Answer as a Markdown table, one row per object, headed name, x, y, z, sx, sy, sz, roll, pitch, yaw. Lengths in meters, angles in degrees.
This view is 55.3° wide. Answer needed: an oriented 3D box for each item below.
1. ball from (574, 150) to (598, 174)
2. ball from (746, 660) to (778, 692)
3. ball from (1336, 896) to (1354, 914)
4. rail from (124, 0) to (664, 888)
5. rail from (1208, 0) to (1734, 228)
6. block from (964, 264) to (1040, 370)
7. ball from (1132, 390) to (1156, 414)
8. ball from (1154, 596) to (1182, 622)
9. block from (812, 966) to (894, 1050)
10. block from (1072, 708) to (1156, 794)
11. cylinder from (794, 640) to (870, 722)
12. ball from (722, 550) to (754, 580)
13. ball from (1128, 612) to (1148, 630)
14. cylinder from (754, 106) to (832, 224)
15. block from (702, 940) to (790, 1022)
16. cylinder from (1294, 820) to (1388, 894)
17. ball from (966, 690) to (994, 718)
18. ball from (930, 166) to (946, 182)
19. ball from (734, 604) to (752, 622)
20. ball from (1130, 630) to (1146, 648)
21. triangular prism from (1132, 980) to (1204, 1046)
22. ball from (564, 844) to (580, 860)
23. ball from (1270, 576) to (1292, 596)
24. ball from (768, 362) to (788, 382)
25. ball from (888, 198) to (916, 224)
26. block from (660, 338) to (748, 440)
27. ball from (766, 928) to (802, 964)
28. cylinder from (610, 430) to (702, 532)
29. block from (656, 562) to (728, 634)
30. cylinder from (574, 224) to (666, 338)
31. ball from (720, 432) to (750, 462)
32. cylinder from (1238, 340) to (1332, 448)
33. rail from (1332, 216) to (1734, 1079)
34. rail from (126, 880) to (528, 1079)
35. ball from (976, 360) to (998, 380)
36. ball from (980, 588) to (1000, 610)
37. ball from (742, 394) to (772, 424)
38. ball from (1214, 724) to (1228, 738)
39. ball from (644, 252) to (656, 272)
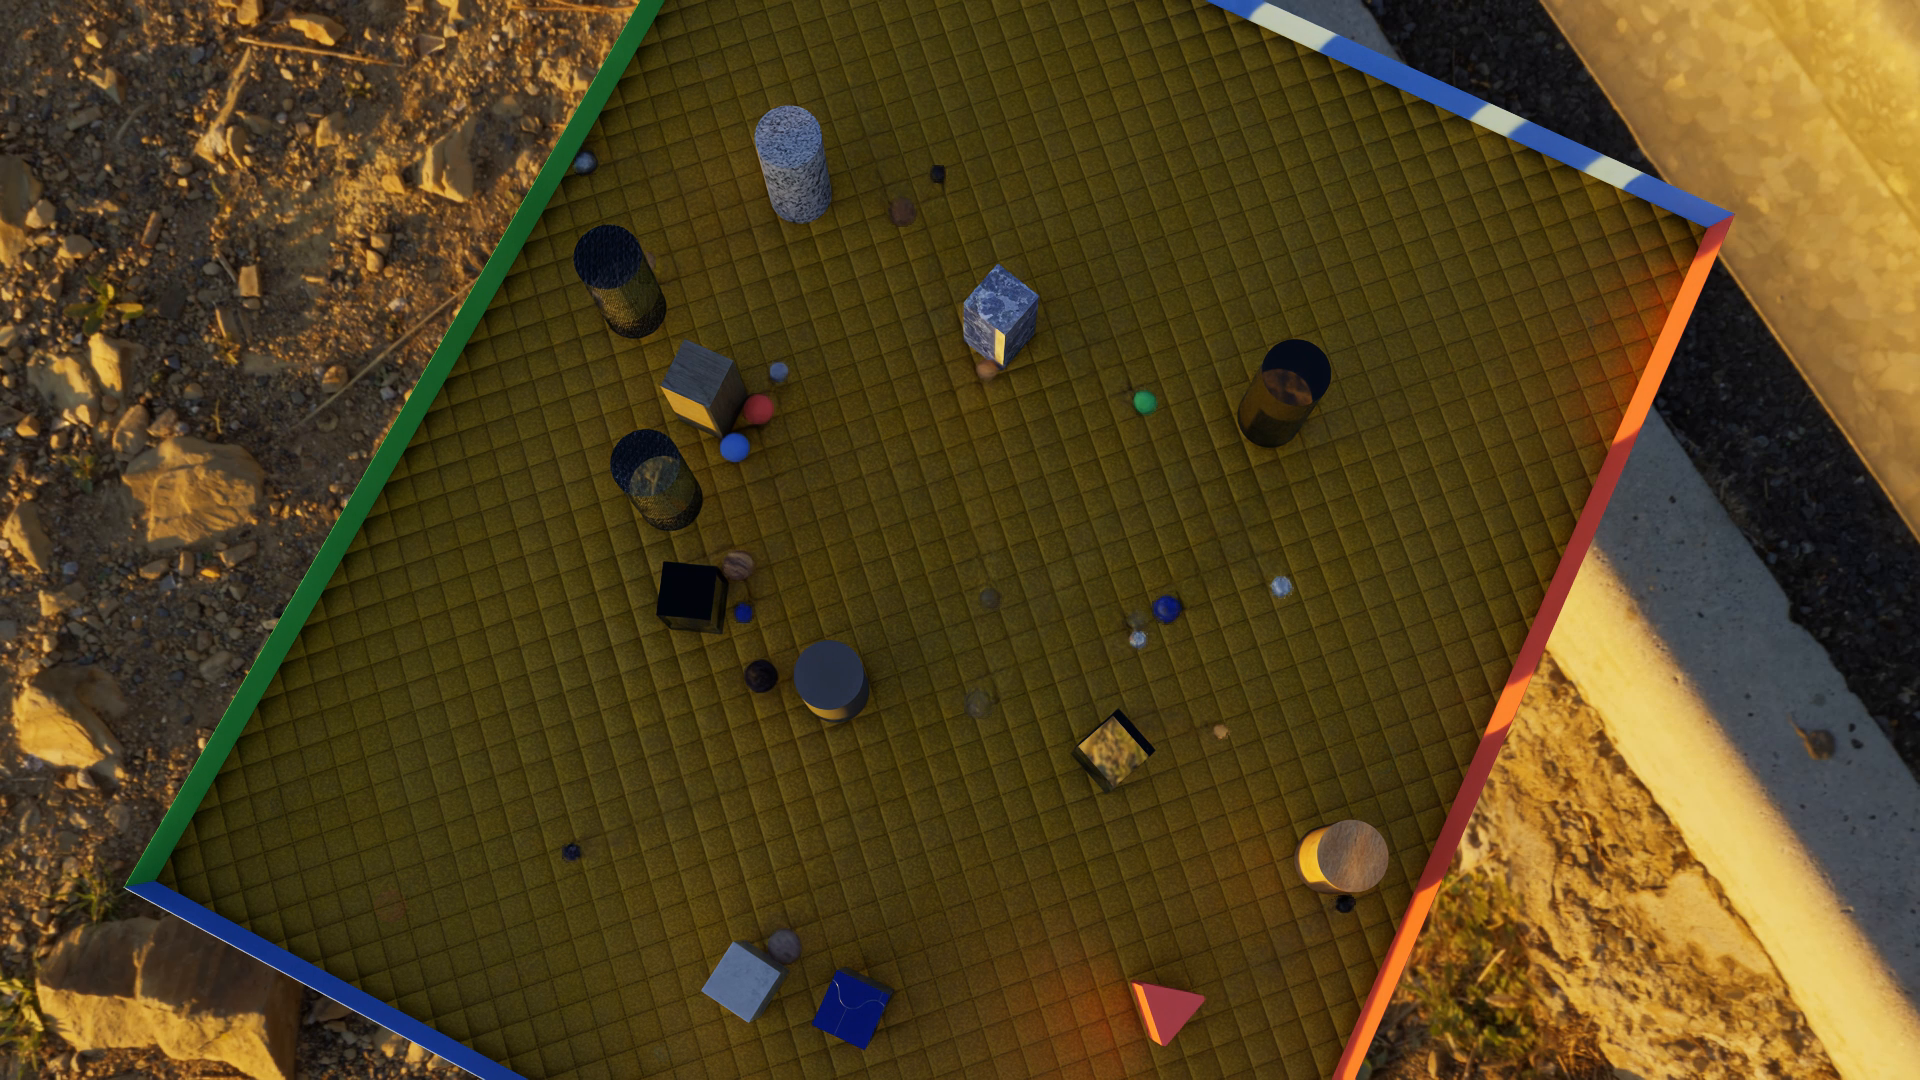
| name | x | y | z | sx | sy | sz | roll | pitch | yaw |
| --- | --- | --- | --- | --- | --- | --- | --- | --- | --- |
| ball | -1.191 | -1.202 | 5.827 | 0.076 | 0.076 | 0.076 | 0 | 78 | 0 |
| ball | -0.594 | 0.408 | 5.482 | 0.097 | 0.097 | 0.097 | 0 | 78 | 0 |
| ball | 1.127 | 1.068 | 5.369 | 0.052 | 0.052 | 0.052 | 0 | 78 | 0 |
| rail | -1.495 | -0.725 | 5.700 | 0.045 | 0.129 | 3.995 | 26 | 80 | 5 |
| rail | 0.883 | -1.722 | 5.906 | 3.391 | 0.129 | 0.045 | 26 | 80 | 5 |
| block | 0.122 | -0.672 | 5.572 | 0.159 | 0.360 | 0.159 | 39 | 81 | 7 |
| ball | 0.570 | -0.428 | 5.668 | 0.072 | 0.072 | 0.072 | 0 | 78 | 0 |
| ball | 0.626 | 0.208 | 5.532 | 0.082 | 0.082 | 0.082 | 0 | 78 | 0 |
| block | -0.296 | 1.311 | 5.147 | 0.159 | 0.387 | 0.159 | 24 | 79 | 5 |
| block | 0.444 | 0.619 | 5.340 | 0.159 | 0.291 | 0.159 | -40 | 81 | -8 |
| cylinder | -0.372 | 0.417 | 5.355 | 0.199 | 0.344 | 0.199 | 0 | 78 | 0 |
| ball | -0.672 | 0.076 | 5.552 | 0.095 | 0.095 | 0.095 | 0 | 78 | 0 |
| ball | 0.536 | 0.244 | 5.537 | 0.057 | 0.057 | 0.057 | 0 | 78 | 0 |
| cylinder | -0.508 | -1.147 | 5.630 | 0.199 | 0.440 | 0.199 | 0 | 78 | 0 |
| block | -0.605 | 1.250 | 5.206 | 0.159 | 0.297 | 0.159 | 32 | 80 | 6 |
| cylinder | 1.088 | 0.910 | 5.247 | 0.199 | 0.354 | 0.199 | 0 | 78 | 0 |
| ball | 0.058 | 0.488 | 5.473 | 0.084 | 0.084 | 0.084 | 0 | 78 | 0 |
| ball | -0.071 | -1.164 | 5.832 | 0.051 | 0.051 | 0.051 | 0 | 78 | 0 |
| ball | -0.655 | 0.219 | 5.543 | 0.056 | 0.056 | 0.056 | 0 | 78 | 0 |
| ball | 0.536 | 0.299 | 5.529 | 0.051 | 0.051 | 0.051 | 0 | 78 | 0 |
| triangular prism | 0.556 | 1.300 | 5.172 | 0.149 | 0.345 | 0.172 | 41 | 81 | 8 |
| ball | -1.143 | 0.919 | 5.401 | 0.050 | 0.050 | 0.050 | 0 | 78 | 0 |
| ball | 0.973 | 0.140 | 5.556 | 0.062 | 0.062 | 0.062 | 0 | 78 | 0 |
| ball | -0.563 | -0.520 | 5.693 | 0.062 | 0.062 | 0.062 | 0 | 78 | 0 |
| ball | -0.183 | -1.039 | 5.789 | 0.085 | 0.085 | 0.085 | 0 | 78 | 0 |
| block | -0.766 | -0.447 | 5.516 | 0.159 | 0.377 | 0.159 | 24 | 79 | 5 |
| ball | -0.511 | 1.179 | 5.322 | 0.099 | 0.099 | 0.099 | 0 | 78 | 0 |
| cylinder | -0.891 | -0.171 | 5.415 | 0.199 | 0.465 | 0.199 | 0 | 78 | 0 |
| block | -0.791 | 0.174 | 5.443 | 0.159 | 0.269 | 0.159 | 6 | 78 | 1 |
| cylinder | -1.023 | -0.775 | 5.543 | 0.199 | 0.459 | 0.199 | 0 | 78 | 0 |
| ball | -0.691 | -0.285 | 5.629 | 0.092 | 0.092 | 0.092 | 0 | 78 | 0 |
| cylinder | 0.961 | -0.431 | 5.464 | 0.199 | 0.473 | 0.199 | 0 | 78 | 0 |
| rail | 1.495 | 0.739 | 5.397 | 0.045 | 0.129 | 3.995 | 26 | 80 | 5 |
| rail | -0.883 | 1.736 | 5.190 | 3.391 | 0.129 | 0.045 | 26 | 80 | 5 |
| ball | 0.084 | -0.528 | 5.692 | 0.066 | 0.066 | 0.066 | 0 | 78 | 0 |
| ball | 0.091 | 0.177 | 5.546 | 0.066 | 0.066 | 0.066 | 0 | 78 | 0 |
| ball | -0.623 | -0.401 | 5.653 | 0.092 | 0.092 | 0.092 | 0 | 78 | 0 |
| ball | 0.778 | 0.571 | 5.477 | 0.041 | 0.041 | 0.041 | 0 | 78 | 0 |
| ball | -0.987 | -0.871 | 5.763 | 0.067 | 0.067 | 0.067 | 0 | 78 | 0 |
